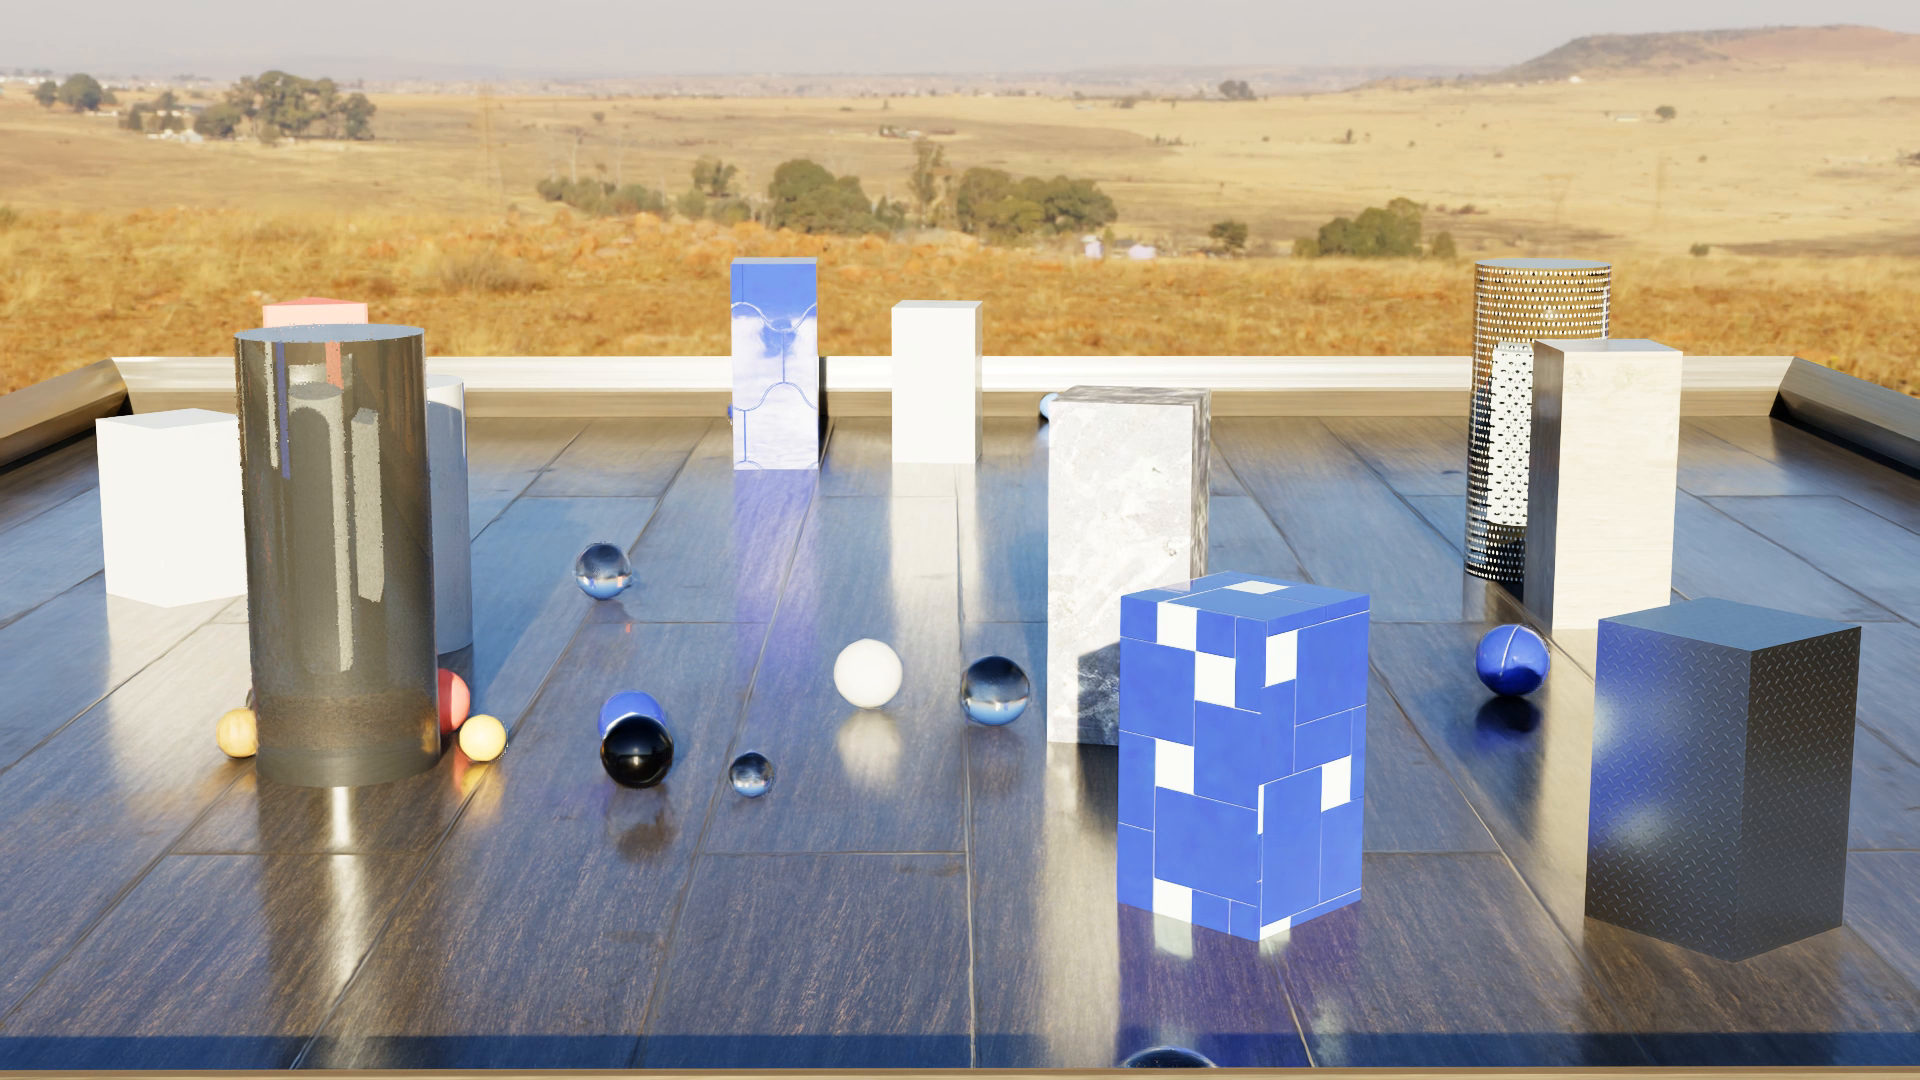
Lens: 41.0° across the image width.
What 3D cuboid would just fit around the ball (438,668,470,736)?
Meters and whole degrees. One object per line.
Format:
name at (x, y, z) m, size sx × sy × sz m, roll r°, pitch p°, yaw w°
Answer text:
ball at (-0.574, 0.177, 2.810) m, size 0.075 × 0.075 × 0.075 m, roll 0°, pitch 11°, yaw 0°

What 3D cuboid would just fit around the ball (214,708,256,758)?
ball at (-0.763, 0.205, 2.720) m, size 0.052 × 0.052 × 0.052 m, roll 0°, pitch 11°, yaw 0°

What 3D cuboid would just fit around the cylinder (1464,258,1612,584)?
cylinder at (0.826, -0.173, 3.676) m, size 0.190 × 0.445 × 0.190 m, roll 0°, pitch 11°, yaw 0°

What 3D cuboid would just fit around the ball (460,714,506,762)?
ball at (-0.504, 0.209, 2.707) m, size 0.049 × 0.049 × 0.049 m, roll 0°, pitch 11°, yaw 0°

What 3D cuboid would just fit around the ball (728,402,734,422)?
ball at (-0.440, -0.262, 5.205) m, size 0.061 × 0.061 × 0.061 m, roll 0°, pitch 11°, yaw 0°

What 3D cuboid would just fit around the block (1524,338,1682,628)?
block at (0.845, -0.077, 3.386) m, size 0.152 × 0.362 × 0.152 m, roll 0°, pitch 11°, yaw -2°

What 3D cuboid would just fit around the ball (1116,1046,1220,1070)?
ball at (0.136, 0.378, 1.672) m, size 0.095 × 0.095 × 0.095 m, roll 0°, pitch 11°, yaw 0°

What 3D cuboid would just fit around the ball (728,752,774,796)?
ball at (-0.210, 0.235, 2.576) m, size 0.046 × 0.046 × 0.046 m, roll 0°, pitch 11°, yaw 0°

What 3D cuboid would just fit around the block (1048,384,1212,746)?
block at (0.186, 0.026, 2.811) m, size 0.152 × 0.372 × 0.152 m, roll 2°, pitch 11°, yaw 13°

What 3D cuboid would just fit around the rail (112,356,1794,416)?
rail at (-0.011, -0.315, 5.310) m, size 3.494 × 0.124 × 0.045 m, roll 0°, pitch 11°, yaw 0°

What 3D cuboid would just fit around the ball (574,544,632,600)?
ball at (-0.490, 0.043, 3.521) m, size 0.077 × 0.077 × 0.077 m, roll 0°, pitch 11°, yaw 0°

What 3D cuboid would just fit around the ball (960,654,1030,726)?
ball at (0.039, 0.167, 2.850) m, size 0.079 × 0.079 × 0.079 m, roll 0°, pitch 11°, yaw 0°

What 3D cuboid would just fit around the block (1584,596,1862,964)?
block at (0.647, 0.198, 2.182) m, size 0.152 × 0.262 × 0.152 m, roll -8°, pitch 13°, yaw -37°

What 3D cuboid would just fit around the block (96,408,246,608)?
block at (-1.080, -0.048, 3.554) m, size 0.152 × 0.244 × 0.152 m, roll 9°, pitch 14°, yaw 41°

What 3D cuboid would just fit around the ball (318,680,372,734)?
ball at (-0.676, 0.183, 2.821) m, size 0.059 × 0.059 × 0.059 m, roll 0°, pitch 11°, yaw 0°

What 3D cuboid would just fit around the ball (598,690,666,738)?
ball at (-0.347, 0.195, 2.722) m, size 0.072 × 0.072 × 0.072 m, roll 0°, pitch 11°, yaw 0°

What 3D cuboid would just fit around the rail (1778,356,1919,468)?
rail at (1.723, 0.030, 3.459) m, size 0.045 × 0.124 × 3.833 m, roll 0°, pitch 11°, yaw 0°

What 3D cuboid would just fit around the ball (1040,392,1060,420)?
ball at (0.192, -0.274, 5.281) m, size 0.057 × 0.057 × 0.057 m, roll 0°, pitch 11°, yaw 0°

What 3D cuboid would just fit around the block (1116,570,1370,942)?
block at (0.246, 0.182, 2.234) m, size 0.152 × 0.275 × 0.152 m, roll 10°, pitch 14°, yaw 43°

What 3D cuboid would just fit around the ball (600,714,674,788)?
ball at (-0.327, 0.215, 2.605) m, size 0.075 × 0.075 × 0.075 m, roll 0°, pitch 11°, yaw 0°

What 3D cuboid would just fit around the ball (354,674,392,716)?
ball at (-0.665, 0.175, 2.890) m, size 0.048 × 0.048 × 0.048 m, roll 0°, pitch 11°, yaw 0°

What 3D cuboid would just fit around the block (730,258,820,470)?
block at (-0.337, -0.325, 4.695) m, size 0.152 × 0.371 × 0.152 m, roll 0°, pitch 11°, yaw -2°

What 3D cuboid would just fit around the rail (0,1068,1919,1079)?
rail at (0.011, 0.378, 1.589) m, size 3.494 × 0.124 × 0.045 m, roll 0°, pitch 11°, yaw 0°

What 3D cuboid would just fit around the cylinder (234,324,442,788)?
cylinder at (-0.644, 0.011, 2.663) m, size 0.190 × 0.454 × 0.190 m, roll 0°, pitch 11°, yaw 0°

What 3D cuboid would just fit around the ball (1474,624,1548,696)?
ball at (0.641, 0.140, 2.984) m, size 0.084 × 0.084 × 0.084 m, roll 0°, pitch 11°, yaw 0°

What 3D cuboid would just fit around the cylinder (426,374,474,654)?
cylinder at (-0.715, -0.033, 3.232) m, size 0.190 × 0.333 × 0.190 m, roll 0°, pitch 11°, yaw 0°

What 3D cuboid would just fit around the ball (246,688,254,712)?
ball at (-0.775, 0.180, 2.870) m, size 0.046 × 0.046 × 0.046 m, roll 0°, pitch 11°, yaw 0°

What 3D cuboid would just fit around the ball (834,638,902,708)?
ball at (-0.105, 0.153, 2.928) m, size 0.079 × 0.079 × 0.079 m, roll 0°, pitch 11°, yaw 0°

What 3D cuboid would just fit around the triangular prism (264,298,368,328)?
triangular prism at (-1.087, -0.240, 4.351) m, size 0.165 × 0.331 × 0.143 m, roll -3°, pitch 11°, yaw -15°

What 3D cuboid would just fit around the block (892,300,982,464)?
block at (-0.041, -0.296, 4.775) m, size 0.152 × 0.285 × 0.152 m, roll 1°, pitch 11°, yaw 6°

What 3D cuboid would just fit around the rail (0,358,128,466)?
rail at (-1.723, 0.034, 3.440) m, size 0.045 × 0.124 × 3.833 m, roll 0°, pitch 11°, yaw 0°
